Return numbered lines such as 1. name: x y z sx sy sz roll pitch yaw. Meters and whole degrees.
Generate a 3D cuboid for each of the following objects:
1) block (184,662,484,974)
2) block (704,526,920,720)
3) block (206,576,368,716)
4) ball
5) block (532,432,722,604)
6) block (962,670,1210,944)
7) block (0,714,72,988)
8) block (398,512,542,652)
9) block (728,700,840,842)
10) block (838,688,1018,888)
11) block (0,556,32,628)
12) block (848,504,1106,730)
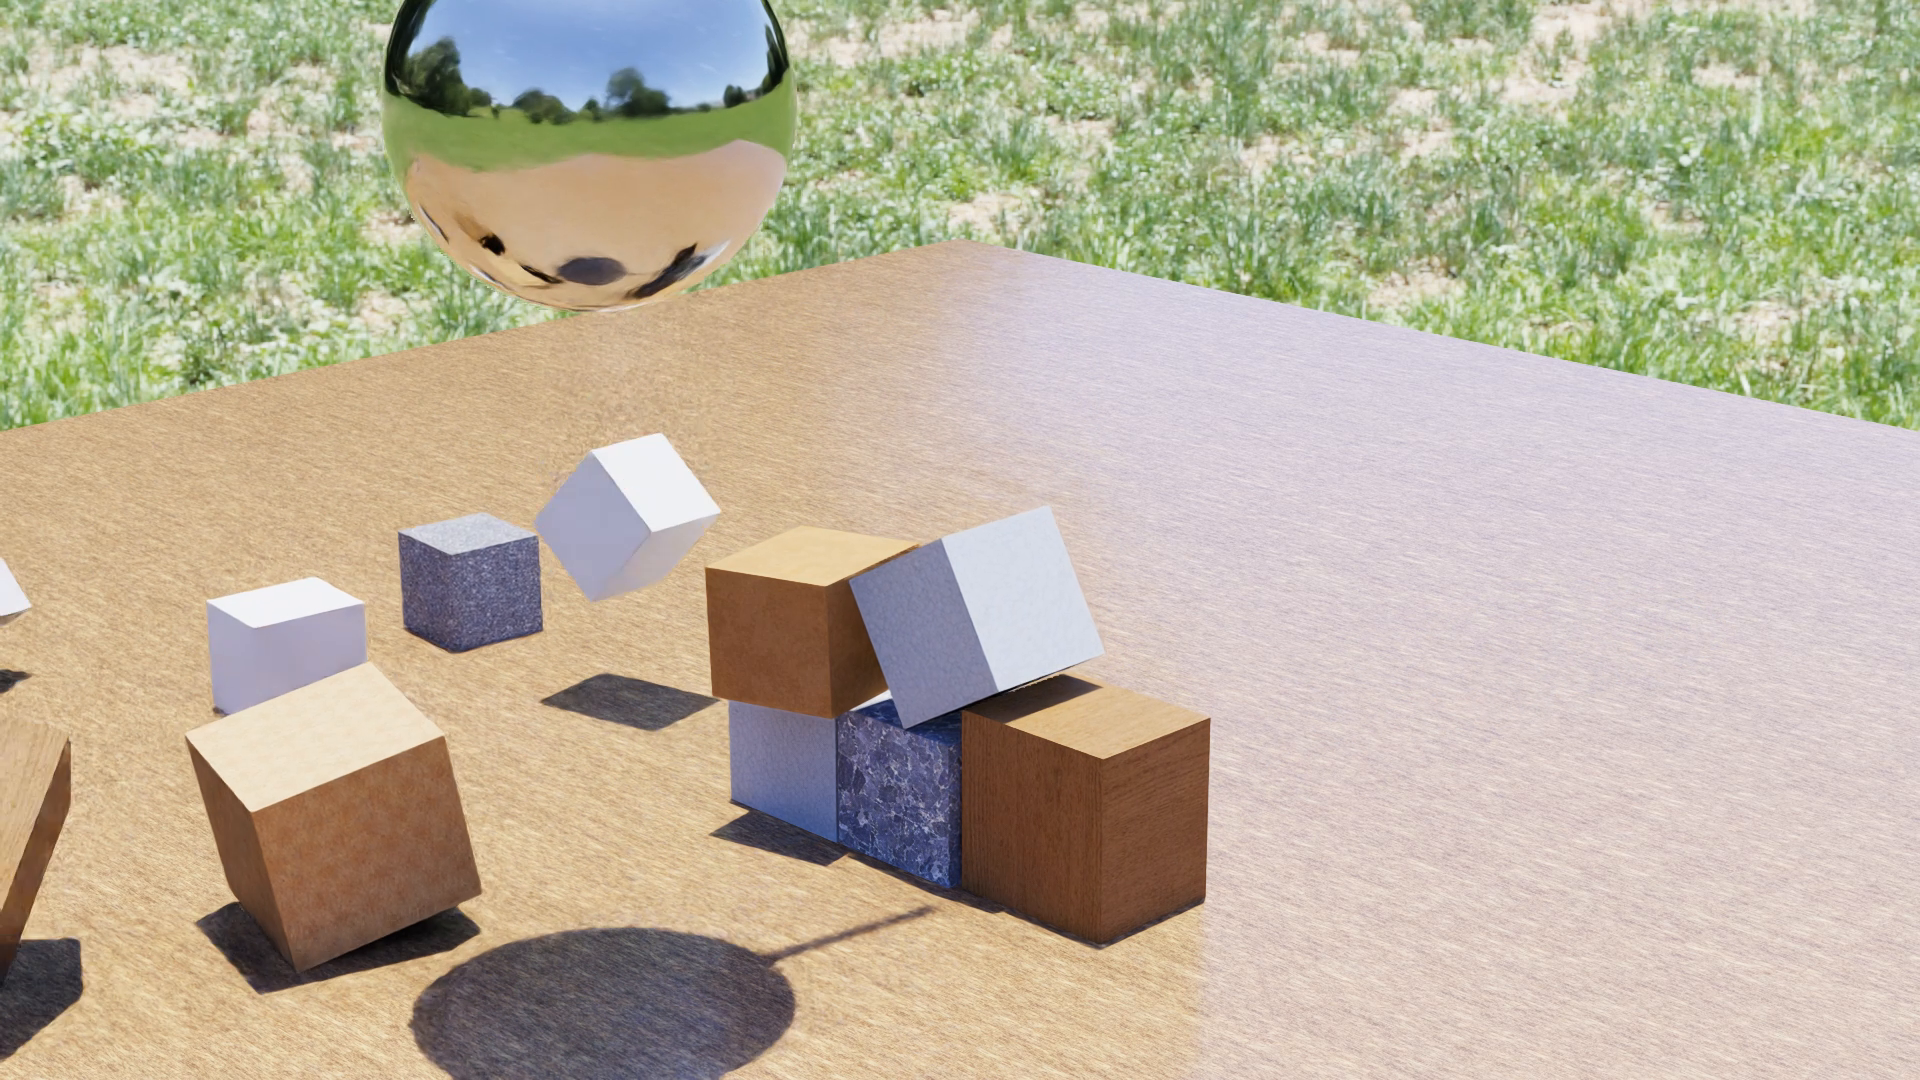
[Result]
1. block: -2.734 1.196 12.804 0.873 0.819 0.862 -22 30 -25
2. block: -0.678 0.375 13.821 0.687 0.637 0.773 8 19 32
3. block: -3.536 0.601 15.441 0.633 0.585 0.536 -14 23 -38
4. ball: -1.427 -1.679 11.319 1.600 1.600 1.600 0 17 0
5. block: -1.750 -0.119 15.389 0.549 0.604 0.576 52 33 13
6. block: 0.558 1.182 13.140 0.852 0.866 0.705 17 24 42
7. block: -4.243 1.206 12.074 0.879 0.756 0.873 16 59 -7
8. block: -2.780 0.232 16.654 0.565 0.571 0.584 -14 22 -38
9. block: -0.565 0.942 14.236 0.803 0.667 0.764 -16 24 -42
10. block: -0.042 1.095 13.709 0.758 0.691 0.729 -17 24 -42
11. block: -5.580 0.270 15.724 0.663 0.718 0.639 -31 0 17
12. block: 0.076 0.350 13.321 0.700 0.722 0.681 -17 -5 -43
